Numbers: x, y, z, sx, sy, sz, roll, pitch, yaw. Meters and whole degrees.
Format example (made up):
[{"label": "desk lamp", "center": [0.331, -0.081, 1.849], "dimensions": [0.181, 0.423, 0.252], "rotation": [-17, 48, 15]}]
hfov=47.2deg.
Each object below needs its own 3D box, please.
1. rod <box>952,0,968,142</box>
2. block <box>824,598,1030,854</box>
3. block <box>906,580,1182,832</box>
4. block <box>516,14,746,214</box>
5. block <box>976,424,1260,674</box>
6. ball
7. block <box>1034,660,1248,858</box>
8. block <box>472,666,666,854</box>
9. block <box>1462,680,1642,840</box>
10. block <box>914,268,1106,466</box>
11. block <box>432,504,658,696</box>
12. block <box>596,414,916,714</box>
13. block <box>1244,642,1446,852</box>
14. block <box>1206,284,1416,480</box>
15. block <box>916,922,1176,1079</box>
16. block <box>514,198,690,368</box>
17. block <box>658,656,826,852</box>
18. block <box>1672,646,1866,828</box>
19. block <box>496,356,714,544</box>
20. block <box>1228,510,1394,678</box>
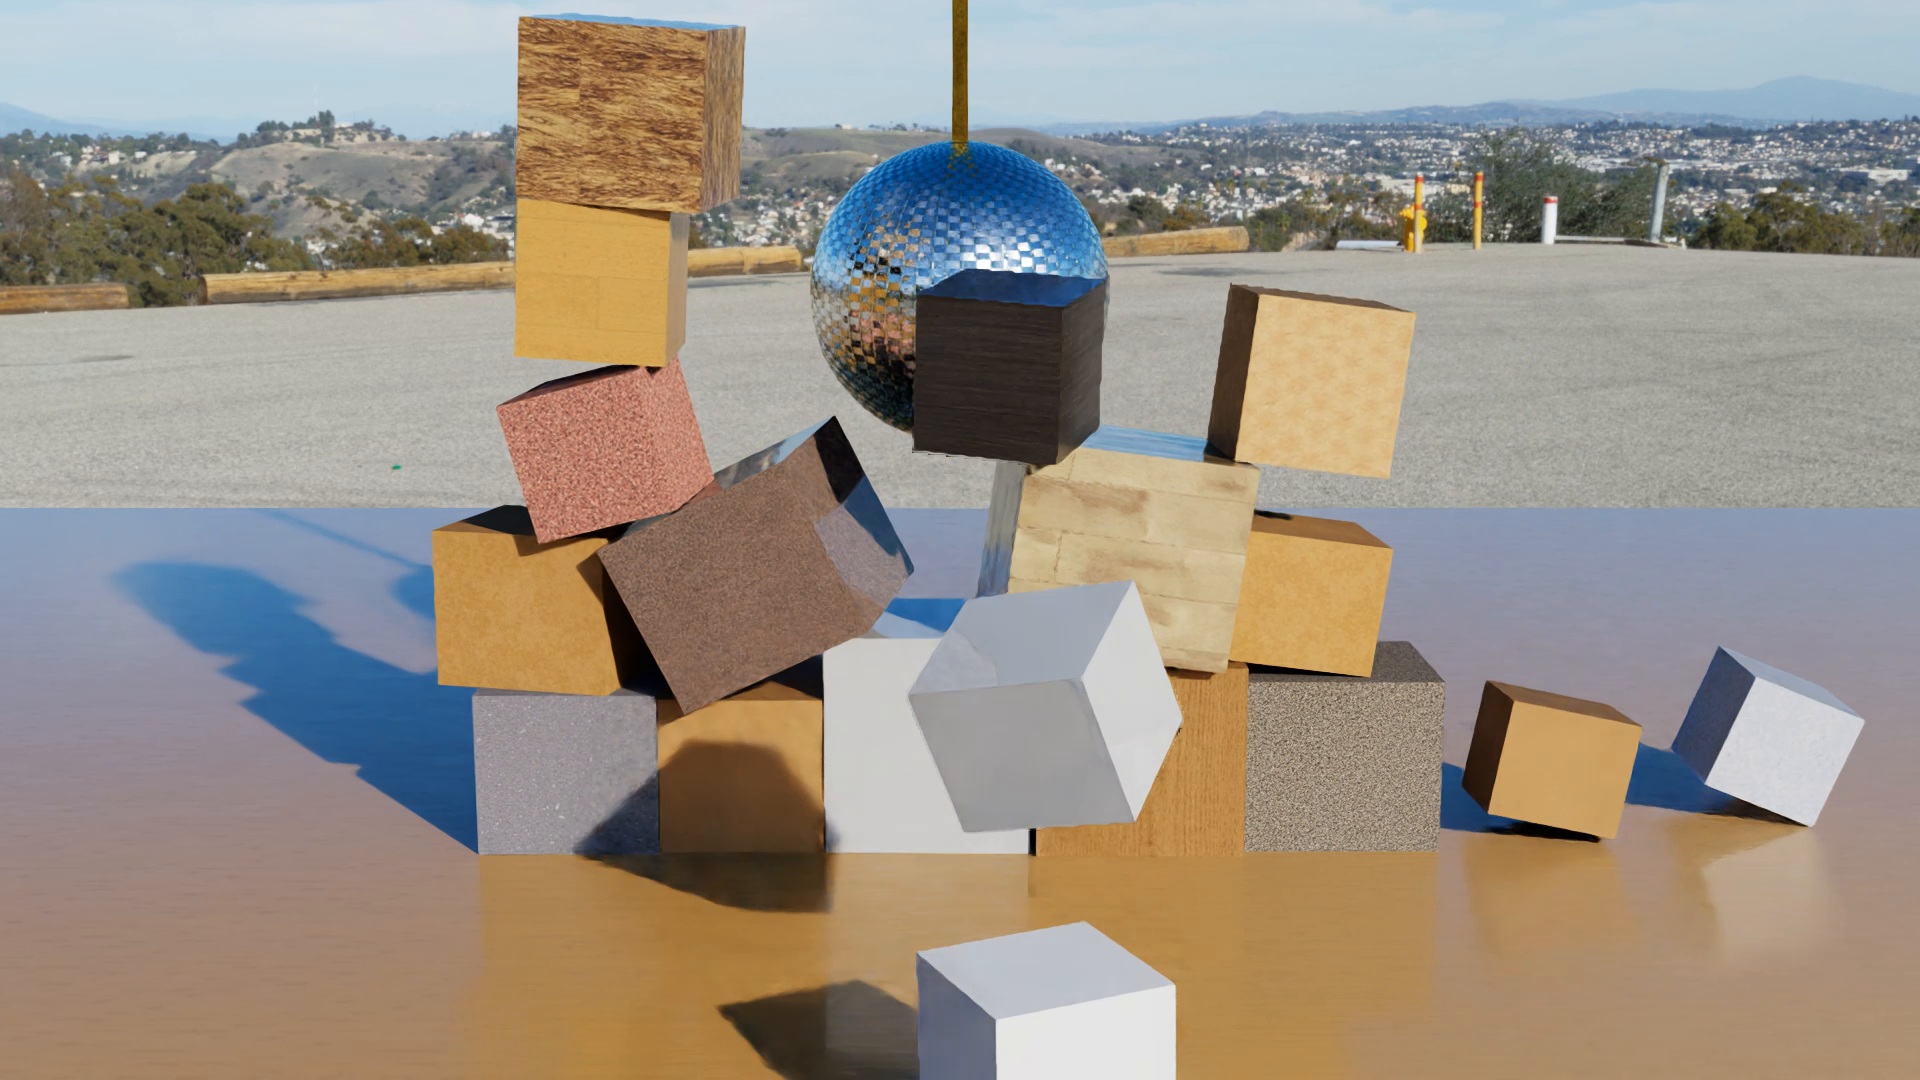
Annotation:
[{"label": "rod", "center": [0.000, -4.558, 10.680], "dimensions": [0.080, 5.200, 0.080], "rotation": [0, 17, 0]}, {"label": "block", "center": [-0.159, 0.938, 11.349], "dimensions": [1.020, 1.095, 0.967], "rotation": [0, 10, 0]}, {"label": "block", "center": [0.341, 0.644, 8.497], "dimensions": [0.726, 0.655, 0.667], "rotation": [-8, 28, 28]}, {"label": "block", "center": [-1.555, -2.044, 10.467], "dimensions": [0.879, 0.827, 0.774], "rotation": [6, 15, 7]}, {"label": "block", "center": [0.756, -0.006, 10.966], "dimensions": [1.121, 1.006, 0.986], "rotation": [7, 10, -7]}, {"label": "ball", "center": [0.000, -1.315, 11.700], "dimensions": [1.600, 1.600, 1.600], "rotation": [0, 10, 0]}, {"label": "block", "center": [0.894, 1.006, 11.344], "dimensions": [1.032, 0.960, 1.050], "rotation": [0, 10, 0]}, {"label": "block", "center": [-1.946, 1.078, 11.358], "dimensions": [0.900, 0.815, 0.985], "rotation": [0, 10, 0]}, {"label": "block", "center": [3.033, 1.120, 11.319], "dimensions": [0.659, 0.587, 0.601], "rotation": [12, 6, -1]}, {"label": "block", "center": [0.236, -0.821, 10.232], "dimensions": [0.684, 0.723, 0.739], "rotation": [7, 18, 17]}, {"label": "block", "center": [-2.076, 0.290, 11.226], "dimensions": [0.906, 0.784, 0.807], "rotation": [3, 11, 14]}, {"label": "block", "center": [-0.985, 0.102, 10.940], "dimensions": [1.035, 0.900, 1.073], "rotation": [-25, 9, 16]}, {"label": "block", "center": [1.906, 1.049, 11.367], "dimensions": [0.977, 0.869, 0.905], "rotation": [0, 10, 0]}, {"label": "block", "center": [1.729, -0.800, 10.941], "dimensions": [0.769, 0.811, 0.712], "rotation": [6, 10, -6]}, {"label": "block", "center": [0.292, 1.811, 7.612], "dimensions": [0.665, 0.698, 0.664], "rotation": [-6, 12, -23]}, {"label": "block", "center": [-1.724, -1.291, 10.660], "dimensions": [0.716, 0.747, 0.676], "rotation": [4, 15, 0]}, {"label": "block", "center": [-1.084, 1.089, 11.385], "dimensions": [0.818, 0.784, 0.944], "rotation": [0, 10, 0]}, {"label": "block", "center": [4.269, 1.032, 11.665], "dimensions": [0.602, 0.620, 0.706], "rotation": [22, 11, 0]}, {"label": "block", "center": [-1.722, -0.467, 10.755], "dimensions": [0.717, 0.687, 0.663], "rotation": [-13, 12, 13]}, {"label": "block", "center": [1.680, 0.248, 11.198], "dimensions": [0.767, 0.656, 0.724], "rotation": [7, 10, -6]}]
